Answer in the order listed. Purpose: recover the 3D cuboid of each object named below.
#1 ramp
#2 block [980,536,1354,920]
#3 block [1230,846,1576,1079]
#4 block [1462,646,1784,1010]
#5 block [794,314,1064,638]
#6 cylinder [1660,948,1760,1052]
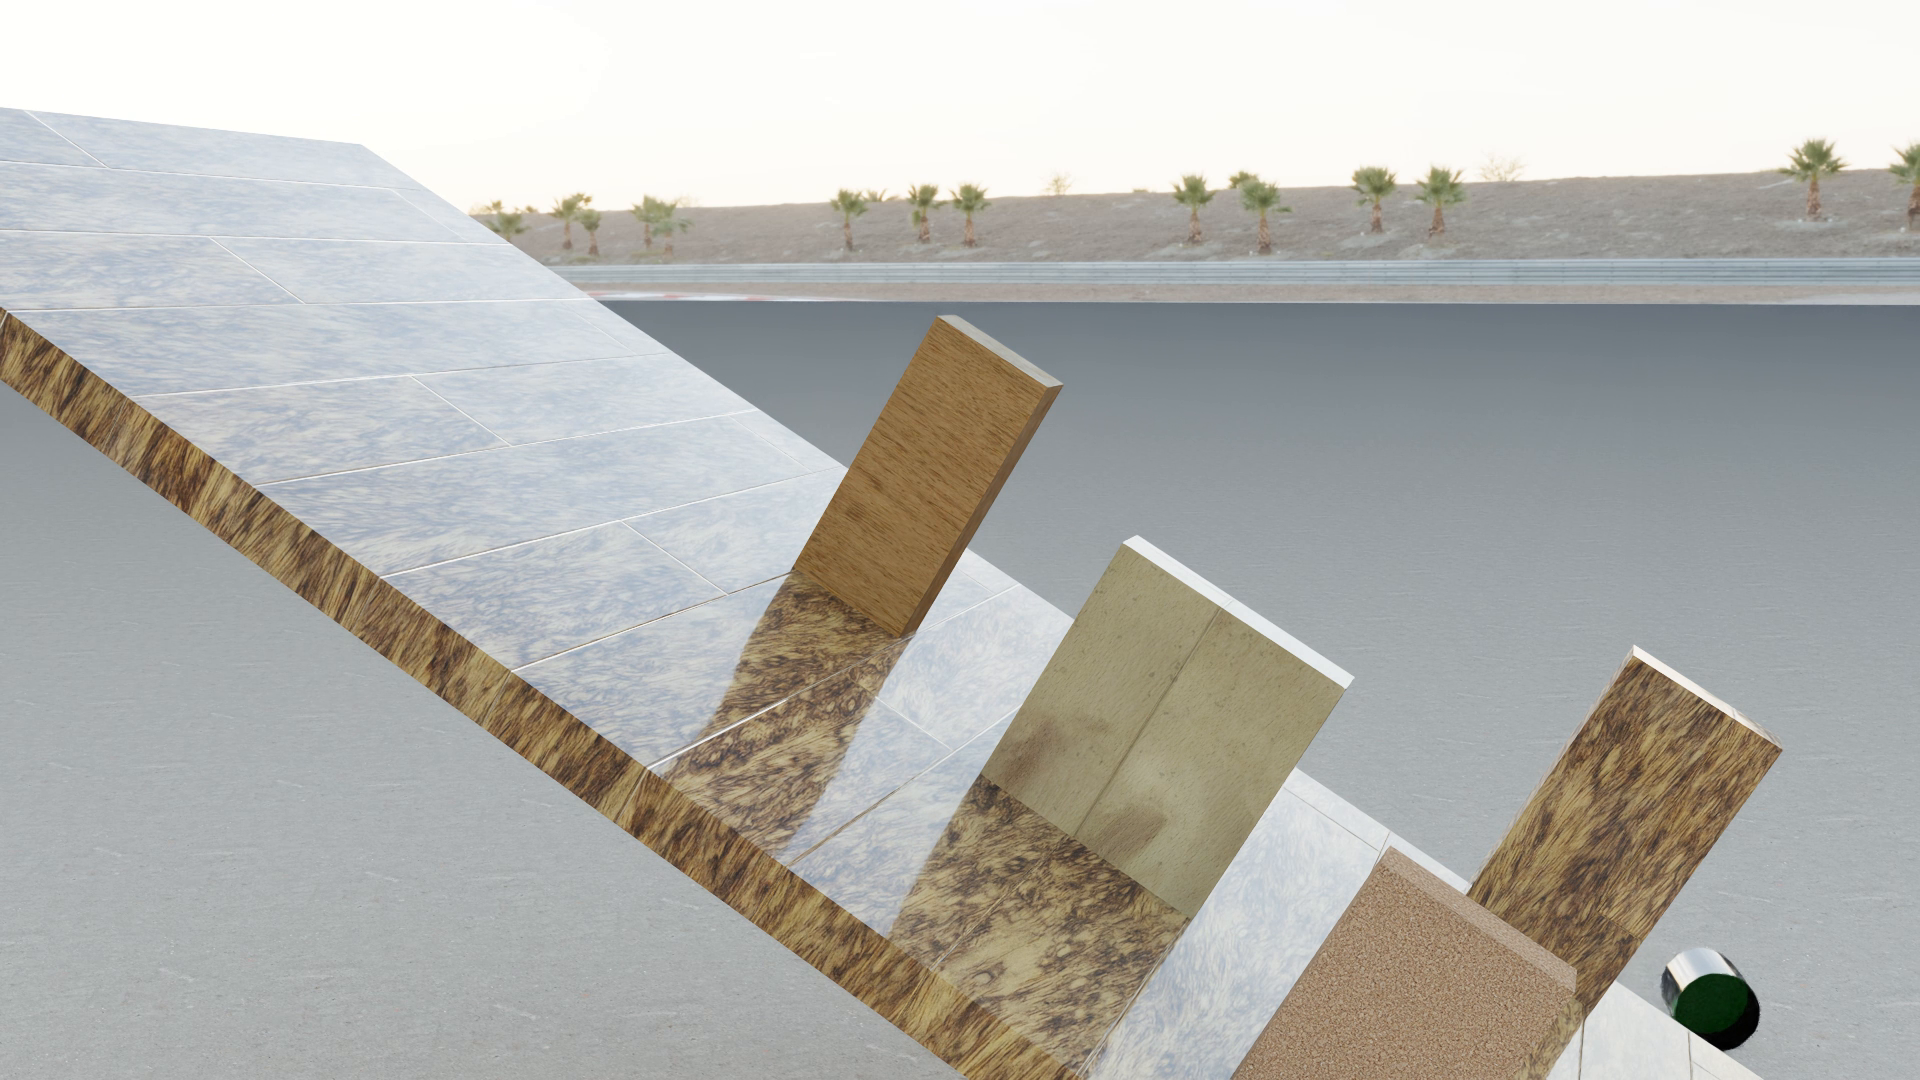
[{"bbox_3d":[-0.162,0.268,4.117,4.000,0.100,2.000,34,15,11],"label":"ramp"},{"bbox_3d":[0.353,0.321,3.794,0.445,0.486,0.112,34,15,11],"label":"block"},{"bbox_3d":[0.628,0.711,3.162,0.312,0.431,0.104,34,15,11],"label":"block"},{"bbox_3d":[1.337,0.588,4.500,0.337,0.660,0.128,34,15,11],"label":"block"},{"bbox_3d":[-0.064,-0.124,4.267,0.254,0.573,0.124,34,15,11],"label":"block"},{"bbox_3d":[1.816,1.113,5.330,0.193,0.193,0.193,1,7,7],"label":"cylinder"}]
